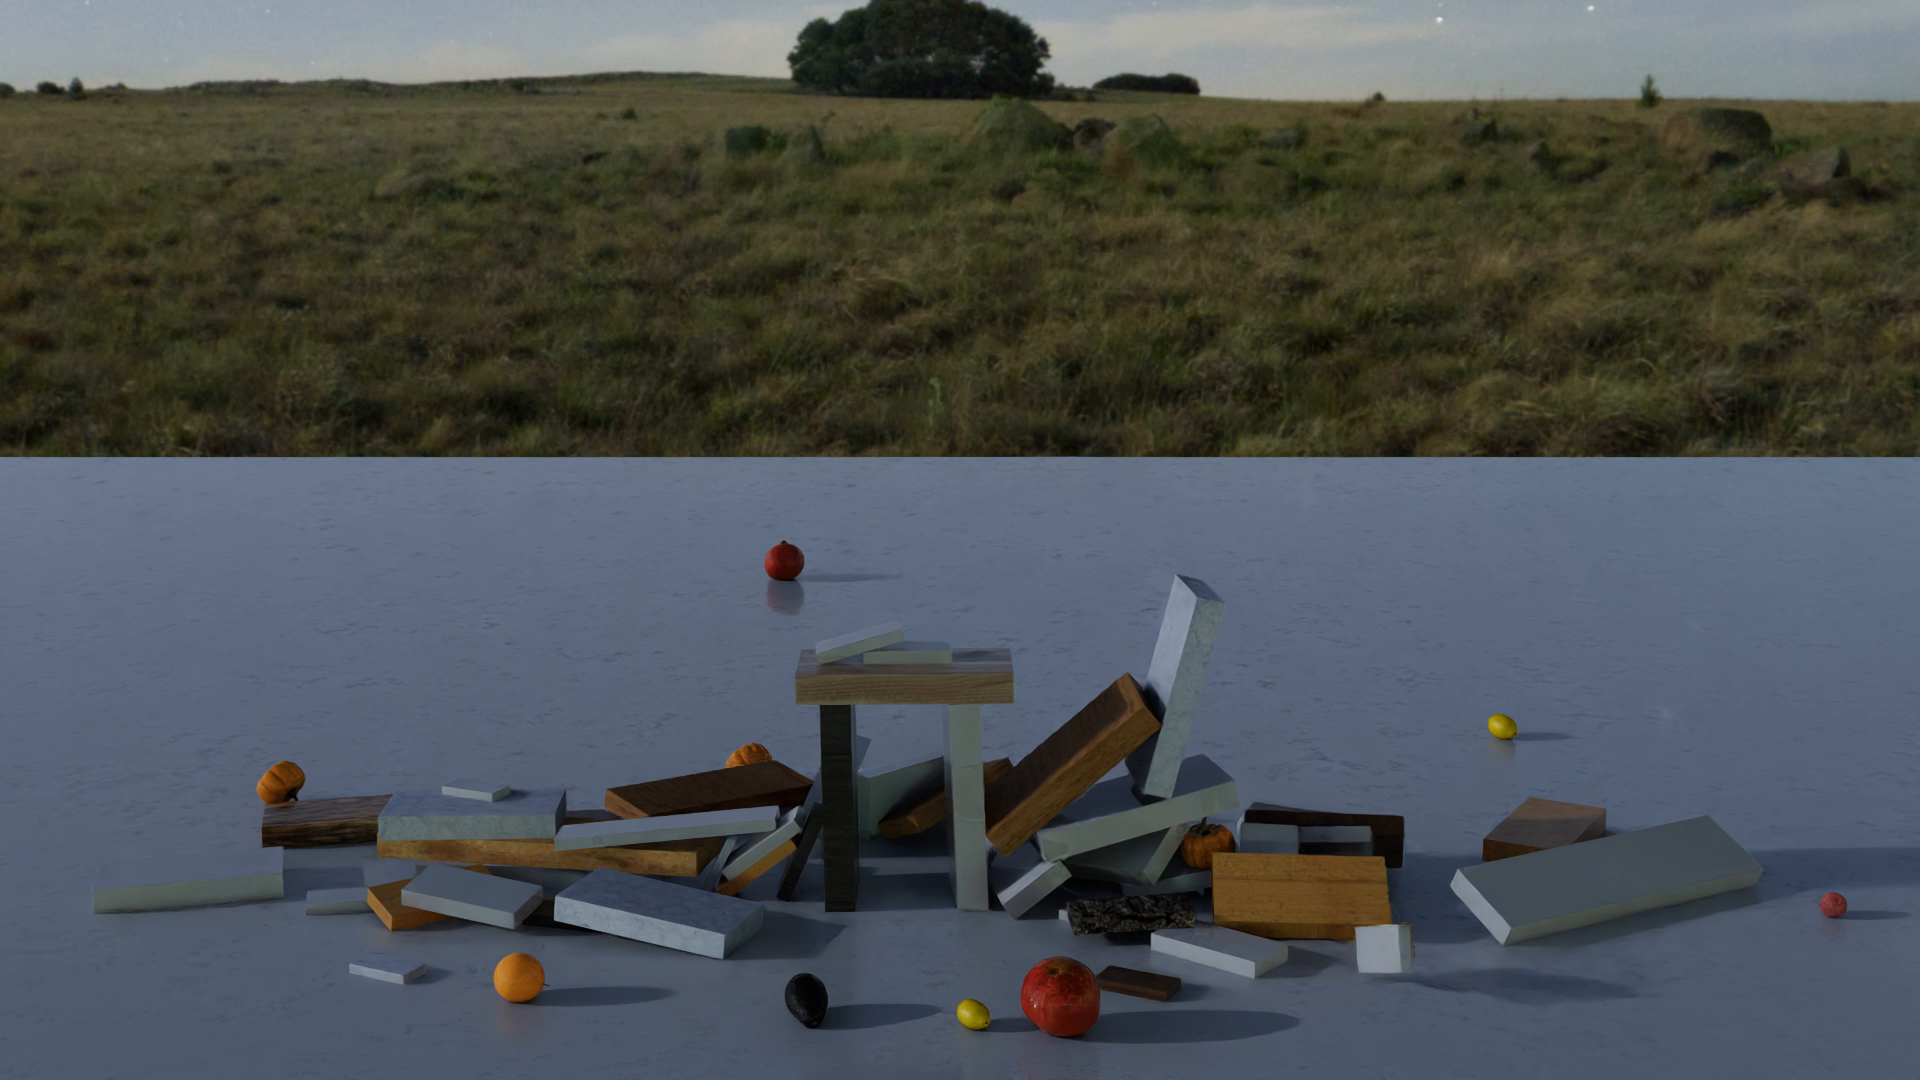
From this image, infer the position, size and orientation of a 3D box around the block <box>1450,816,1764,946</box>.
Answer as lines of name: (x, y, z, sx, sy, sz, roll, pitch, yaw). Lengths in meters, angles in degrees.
block: (1.067, 0.554, 3.609, 0.567, 0.039, 0.138, -6, 37, -29)

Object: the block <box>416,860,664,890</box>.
block: (-0.708, 0.553, 3.754, 0.403, 0.042, 0.147, 0, 11, 2)

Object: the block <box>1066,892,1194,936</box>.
block: (0.269, 0.590, 3.474, 0.189, 0.027, 0.094, -4, 8, -3)

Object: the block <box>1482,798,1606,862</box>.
block: (1.018, 0.511, 3.821, 0.138, 0.039, 0.275, 6, 12, 30)

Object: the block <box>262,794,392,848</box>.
block: (-1.110, 0.509, 3.993, 0.294, 0.042, 0.147, -3, 11, -14)

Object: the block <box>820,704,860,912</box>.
block: (-0.198, 0.419, 3.637, 0.049, 0.348, 0.174, -1, 11, 0)

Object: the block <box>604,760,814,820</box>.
block: (-0.457, 0.473, 4.076, 0.394, 0.036, 0.128, -5, 20, -44)

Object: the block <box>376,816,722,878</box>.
block: (-0.697, 0.513, 3.742, 0.562, 0.042, 0.147, 2, 11, 10)

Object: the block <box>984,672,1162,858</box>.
block: (0.176, 0.367, 3.614, 0.334, 0.047, 0.167, -41, 15, 6)

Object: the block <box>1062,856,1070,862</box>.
block: (0.142, 0.543, 3.698, 0.115, 0.016, 0.058, -43, 27, -18)

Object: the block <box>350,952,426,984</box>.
block: (-0.864, 0.647, 3.322, 0.104, 0.015, 0.052, 5, 12, 26)

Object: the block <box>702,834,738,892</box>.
block: (-0.401, 0.538, 3.675, 0.015, 0.104, 0.052, 26, 10, -3)

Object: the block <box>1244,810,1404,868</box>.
block: (0.621, 0.512, 3.758, 0.265, 0.037, 0.132, 1, -32, 10)

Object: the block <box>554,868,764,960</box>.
block: (-0.476, 0.589, 3.481, 0.293, 0.042, 0.147, 9, 13, 18)

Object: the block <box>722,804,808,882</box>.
block: (-0.324, 0.502, 3.651, 0.153, 0.022, 0.077, -36, 9, 11)

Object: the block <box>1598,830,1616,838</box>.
block: (1.093, 0.531, 3.903, 0.108, 0.031, 0.216, -5, 12, -25)

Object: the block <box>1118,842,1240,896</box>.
block: (0.370, 0.555, 3.665, 0.209, 0.030, 0.104, -12, 11, 0)

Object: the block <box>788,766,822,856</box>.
block: (-0.257, 0.456, 4.008, 0.031, 0.108, 0.375, 25, 16, -1)

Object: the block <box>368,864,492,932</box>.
block: (-0.852, 0.581, 3.585, 0.199, 0.028, 0.099, -8, 25, -36)

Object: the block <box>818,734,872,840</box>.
block: (-0.214, 0.454, 4.039, 0.036, 0.128, 0.256, 18, 11, 1)

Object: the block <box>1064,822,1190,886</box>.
block: (0.247, 0.510, 3.700, 0.265, 0.037, 0.132, -2, 40, 45)

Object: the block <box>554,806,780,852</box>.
block: (-0.485, 0.479, 3.656, 0.367, 0.020, 0.072, -6, 11, 2)

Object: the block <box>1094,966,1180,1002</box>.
block: (0.263, 0.658, 3.260, 0.115, 0.016, 0.058, 5, 12, 27)

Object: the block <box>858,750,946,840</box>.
block: (-0.092, 0.464, 4.025, 0.033, 0.118, 0.236, 10, 15, 42)

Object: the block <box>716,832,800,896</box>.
block: (-0.335, 0.536, 3.659, 0.153, 0.022, 0.077, -36, 9, 6)

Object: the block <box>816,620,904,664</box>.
block: (-0.164, 0.167, 3.603, 0.144, 0.020, 0.072, -16, 12, -3)

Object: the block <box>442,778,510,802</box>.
block: (-0.836, 0.431, 3.799, 0.104, 0.015, 0.052, 5, 12, 24)

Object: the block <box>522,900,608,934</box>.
block: (-0.607, 0.606, 3.531, 0.178, 0.019, 0.068, 3, 11, 16)

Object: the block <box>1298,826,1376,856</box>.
block: (0.592, 0.521, 3.713, 0.209, 0.030, 0.104, -3, -35, 15)

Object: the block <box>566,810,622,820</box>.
block: (-0.732, 0.522, 3.934, 0.256, 0.036, 0.128, -2, 11, -8)

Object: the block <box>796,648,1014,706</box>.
block: (-0.090, 0.223, 3.598, 0.348, 0.049, 0.174, 0, 11, -1)

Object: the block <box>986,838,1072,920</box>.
block: (0.088, 0.521, 3.771, 0.118, 0.033, 0.474, -38, 14, -1)

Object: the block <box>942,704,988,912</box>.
block: (0.007, 0.418, 3.636, 0.049, 0.348, 0.174, -3, 11, -5)

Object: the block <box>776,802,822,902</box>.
block: (-0.263, 0.517, 3.652, 0.022, 0.153, 0.077, 23, 10, -5)

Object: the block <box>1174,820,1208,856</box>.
block: (0.286, 0.517, 3.820, 0.265, 0.037, 0.132, -5, 4, 45)

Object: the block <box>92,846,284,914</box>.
block: (-1.285, 0.567, 3.677, 0.294, 0.042, 0.147, -3, 11, -16)

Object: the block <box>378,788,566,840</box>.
block: (-0.829, 0.468, 3.755, 0.293, 0.042, 0.147, -1, 11, -3)

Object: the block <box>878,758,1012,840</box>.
block: (-0.022, 0.466, 3.969, 0.236, 0.033, 0.118, -28, 4, -36)

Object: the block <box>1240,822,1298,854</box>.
block: (0.502, 0.543, 3.575, 0.094, 0.027, 0.189, 3, 43, 5)

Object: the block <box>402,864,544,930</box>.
block: (-0.783, 0.572, 3.535, 0.199, 0.028, 0.099, 9, 19, 15)

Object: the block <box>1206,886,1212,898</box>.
block: (0.520, 0.575, 3.668, 0.209, 0.030, 0.104, 0, 11, -2)

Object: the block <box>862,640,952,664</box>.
block: (-0.088, 0.184, 3.614, 0.144, 0.020, 0.072, -1, 11, -5)

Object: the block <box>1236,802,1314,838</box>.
block: (0.590, 0.501, 3.818, 0.199, 0.028, 0.099, 10, -30, -8)

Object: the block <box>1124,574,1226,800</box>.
block: (0.350, 0.238, 3.608, 0.047, 0.334, 0.167, 13, 10, -9)

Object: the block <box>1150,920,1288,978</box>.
block: (0.399, 0.628, 3.392, 0.189, 0.027, 0.095, 9, 14, 39)

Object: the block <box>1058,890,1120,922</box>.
block: (0.215, 0.598, 3.579, 0.058, 0.016, 0.115, 7, 12, 32)

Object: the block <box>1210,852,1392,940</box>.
block: (0.540, 0.567, 3.499, 0.275, 0.039, 0.138, 1, 43, 4)

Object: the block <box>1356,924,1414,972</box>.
block: (0.624, 0.601, 3.237, 0.019, 0.068, 0.136, 1, -10, -17)

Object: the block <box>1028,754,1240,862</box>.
block: (0.276, 0.442, 3.640, 0.334, 0.047, 0.167, -15, 12, -9)

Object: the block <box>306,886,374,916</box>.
block: (-1.001, 0.591, 3.609, 0.136, 0.019, 0.068, -2, 11, -12)
